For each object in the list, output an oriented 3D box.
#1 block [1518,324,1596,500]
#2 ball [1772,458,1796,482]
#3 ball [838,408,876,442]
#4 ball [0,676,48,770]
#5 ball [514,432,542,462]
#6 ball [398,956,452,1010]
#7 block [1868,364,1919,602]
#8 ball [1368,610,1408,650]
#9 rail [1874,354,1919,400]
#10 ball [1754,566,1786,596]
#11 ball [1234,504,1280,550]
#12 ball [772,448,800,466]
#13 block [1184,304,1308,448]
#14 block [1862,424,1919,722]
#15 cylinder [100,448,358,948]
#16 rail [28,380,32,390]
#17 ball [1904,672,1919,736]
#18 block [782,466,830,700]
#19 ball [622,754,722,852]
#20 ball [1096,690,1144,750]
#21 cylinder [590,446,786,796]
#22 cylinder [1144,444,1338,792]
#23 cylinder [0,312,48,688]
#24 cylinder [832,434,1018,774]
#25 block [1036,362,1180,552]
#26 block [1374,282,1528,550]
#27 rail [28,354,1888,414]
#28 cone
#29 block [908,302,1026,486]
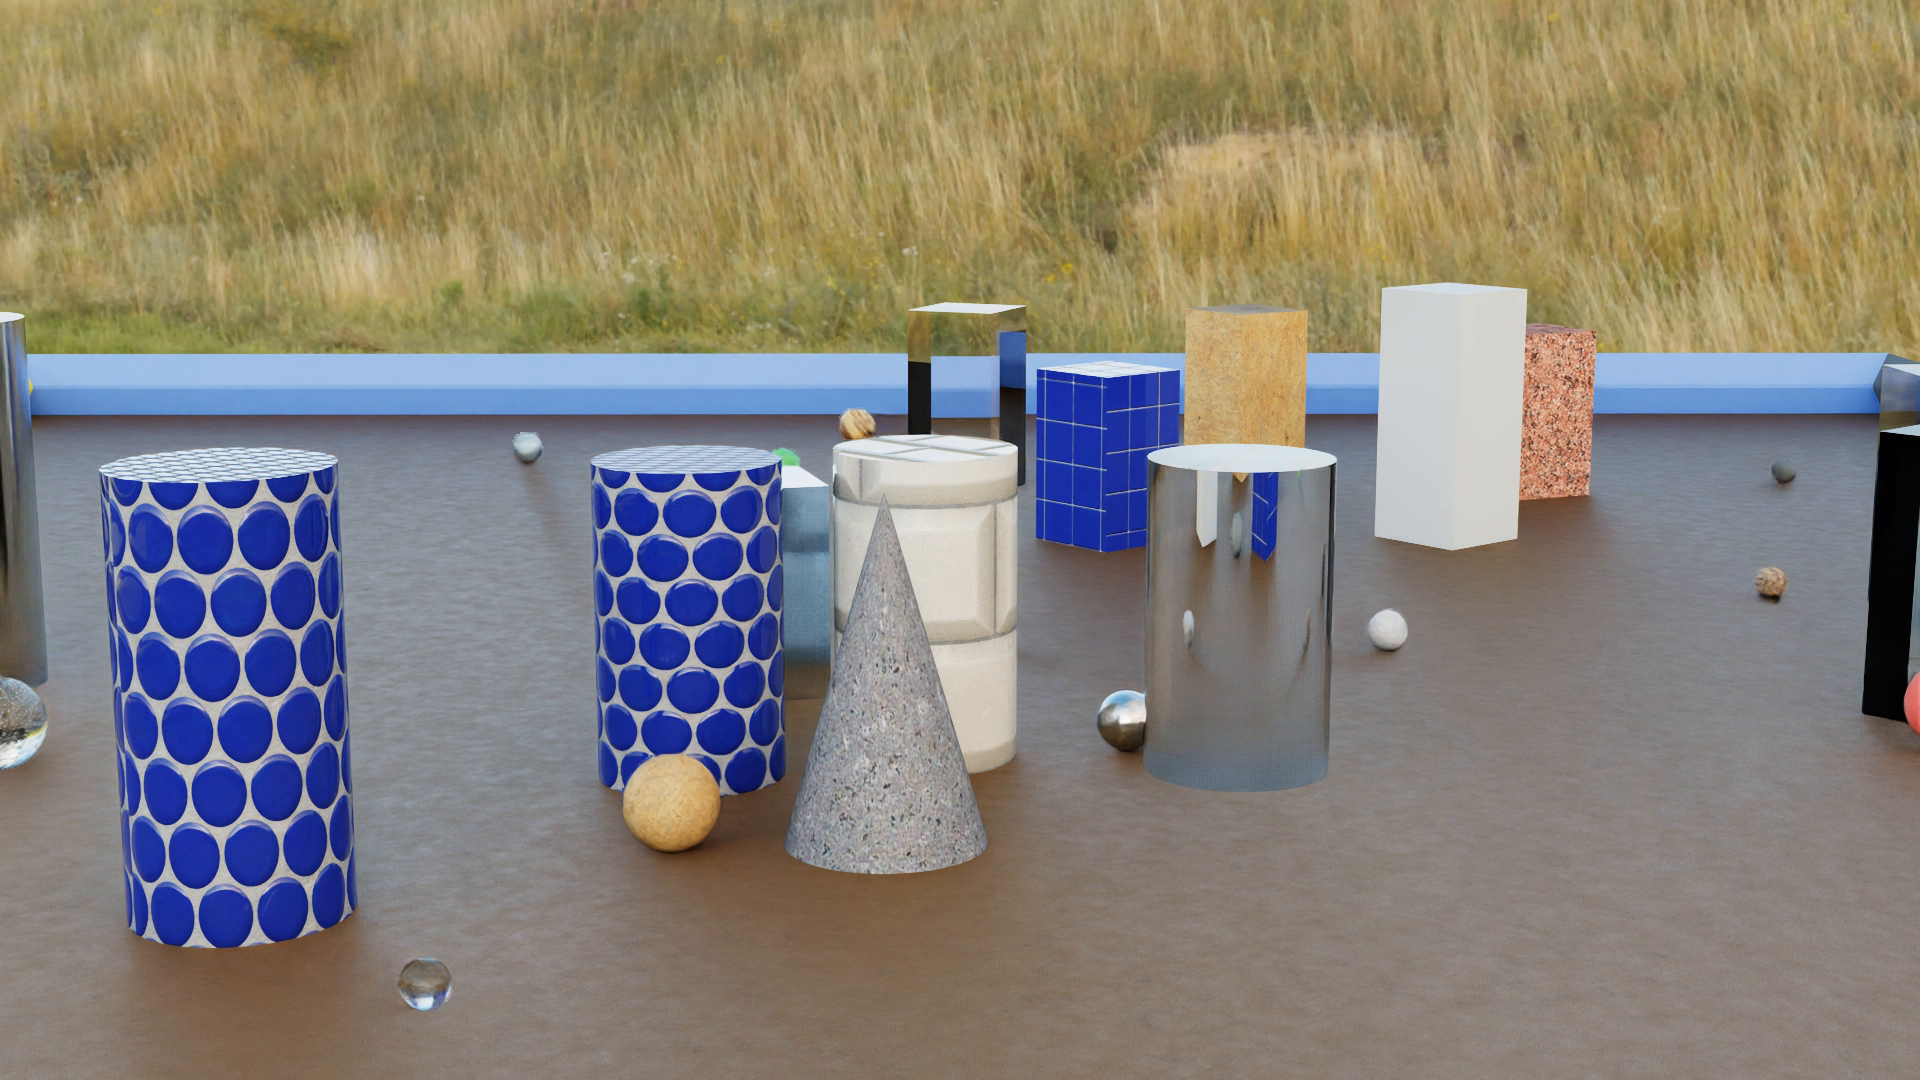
[{"bbox_3d":[0.975,-0.223,4.404,0.155,0.280,0.155,-4,11,-22],"label":"block"},{"bbox_3d":[1.451,-0.122,4.516,0.042,0.042,0.042,0,11,0],"label":"ball"},{"bbox_3d":[-0.199,-0.217,4.946,0.072,0.072,0.072,0,11,0],"label":"ball"},{"bbox_3d":[-1.004,0.191,2.680,0.097,0.097,0.097,0,11,0],"label":"ball"},{"bbox_3d":[-0.800,-0.171,4.749,0.054,0.054,0.054,0,11,0],"label":"ball"},{"bbox_3d":[-0.417,0.346,2.001,0.041,0.041,0.041,0,11,0],"label":"ball"},{"bbox_3d":[1.328,-0.063,3.425,0.155,0.325,0.155,0,11,-2],"label":"block"},{"bbox_3d":[0.538,0.113,3.226,0.050,0.050,0.050,0,11,0],"label":"ball"},{"bbox_3d":[1.939,0.030,3.460,0.045,0.126,3.949,0,11,0],"label":"rail"},{"bbox_3d":[1.122,0.057,3.551,0.042,0.042,0.042,0,11,0],"label":"ball"},{"bbox_3d":[0.450,-0.019,3.888,0.069,0.069,0.069,0,11,0],"label":"ball"},{"bbox_3d":[-0.311,-0.128,4.489,0.064,0.064,0.064,0,11,0],"label":"ball"},{"bbox_3d":[0.518,-0.275,4.662,0.155,0.289,0.155,-7,13,-34],"label":"block"},{"bbox_3d":[1.133,0.040,2.875,0.155,0.323,0.155,-9,14,-40],"label":"block"},{"bbox_3d":[-0.624,0.129,2.200,0.194,0.393,0.194,0,11,0],"label":"cylinder"},{"bbox_3d":[-1.939,0.034,3.438,0.045,0.126,3.949,0,11,0],"label":"rail"},{"bbox_3d":[1.065,0.178,2.761,0.093,0.093,0.093,0,11,0],"label":"ball"},{"bbox_3d":[-0.247,0.051,3.015,0.155,0.250,0.155,-3,11,-16],"label":"block"},{"bbox_3d":[-0.270,0.245,2.401,0.092,0.092,0.092,0,11,0],"label":"ball"},{"bbox_3d":[0.179,0.193,2.754,0.065,0.065,0.065,0,11,0],"label":"ball"},{"bbox_3d":[-0.278,0.080,2.639,0.194,0.330,0.194,0,11,0],"label":"cylinder"},{"bbox_3d":[0.289,0.077,2.663,0.194,0.328,0.194,0,11,0],"label":"cylinder"},{"bbox_3d":[-1.188,-0.043,3.015,0.194,0.434,0.194,0,11,0],"label":"cylinder"},{"bbox_3d":[-0.036,0.066,2.717,0.194,0.330,0.194,0,11,0],"label":"cylinder"},{"bbox_3d":[0.227,-0.131,3.954,0.155,0.265,0.155,-9,14,-40],"label":"block"},{"bbox_3d":[0.757,-0.194,3.960,0.155,0.387,0.155,-9,14,-39],"label":"block"},{"bbox_3d":[-0.011,-0.324,5.367,3.926,0.126,0.045,0,11,0],"label":"rail"},{"bbox_3d":[-0.070,0.120,2.401,0.194,0.338,0.194,0,11,0],"label":"cone"},{"bbox_3d":[0.013,-0.245,4.438,0.155,0.313,0.155,5,11,24],"label":"block"}]
